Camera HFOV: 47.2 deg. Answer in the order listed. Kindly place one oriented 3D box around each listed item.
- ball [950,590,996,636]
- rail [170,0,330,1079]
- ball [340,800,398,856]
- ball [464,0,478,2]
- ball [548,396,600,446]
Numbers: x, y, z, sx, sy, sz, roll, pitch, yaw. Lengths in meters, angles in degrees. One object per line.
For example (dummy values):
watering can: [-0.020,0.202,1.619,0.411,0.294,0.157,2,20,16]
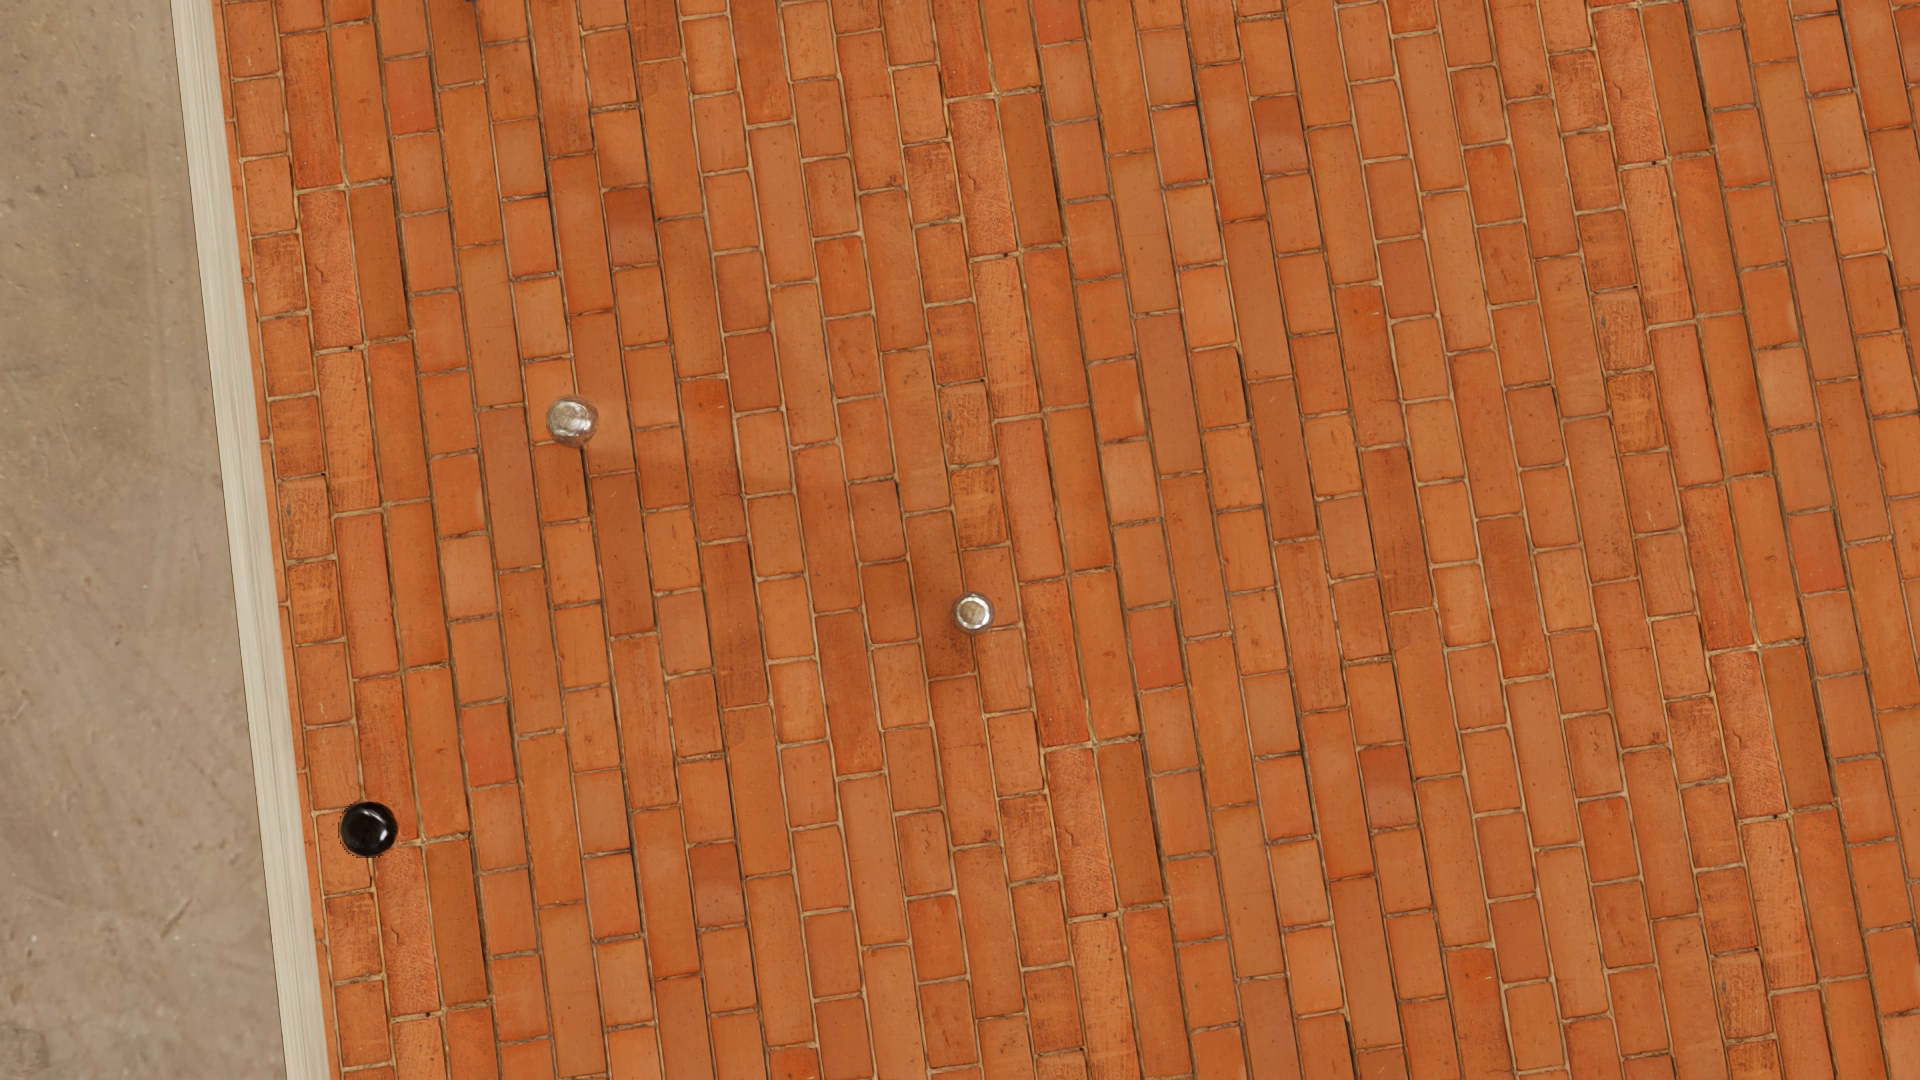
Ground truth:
ball: [0.019,0.108,3.244,0.067,0.067,0.067,0,84,0]
rail: [-1.016,0.144,3.220,0.045,0.105,2.520,-8,84,-1]
ball: [-0.860,0.421,3.201,0.081,0.081,0.081,0,84,0]
ball: [-0.748,-0.854,3.354,0.065,0.065,0.065,0,84,0]
ball: [-0.575,-0.177,3.273,0.075,0.075,0.075,0,84,0]
